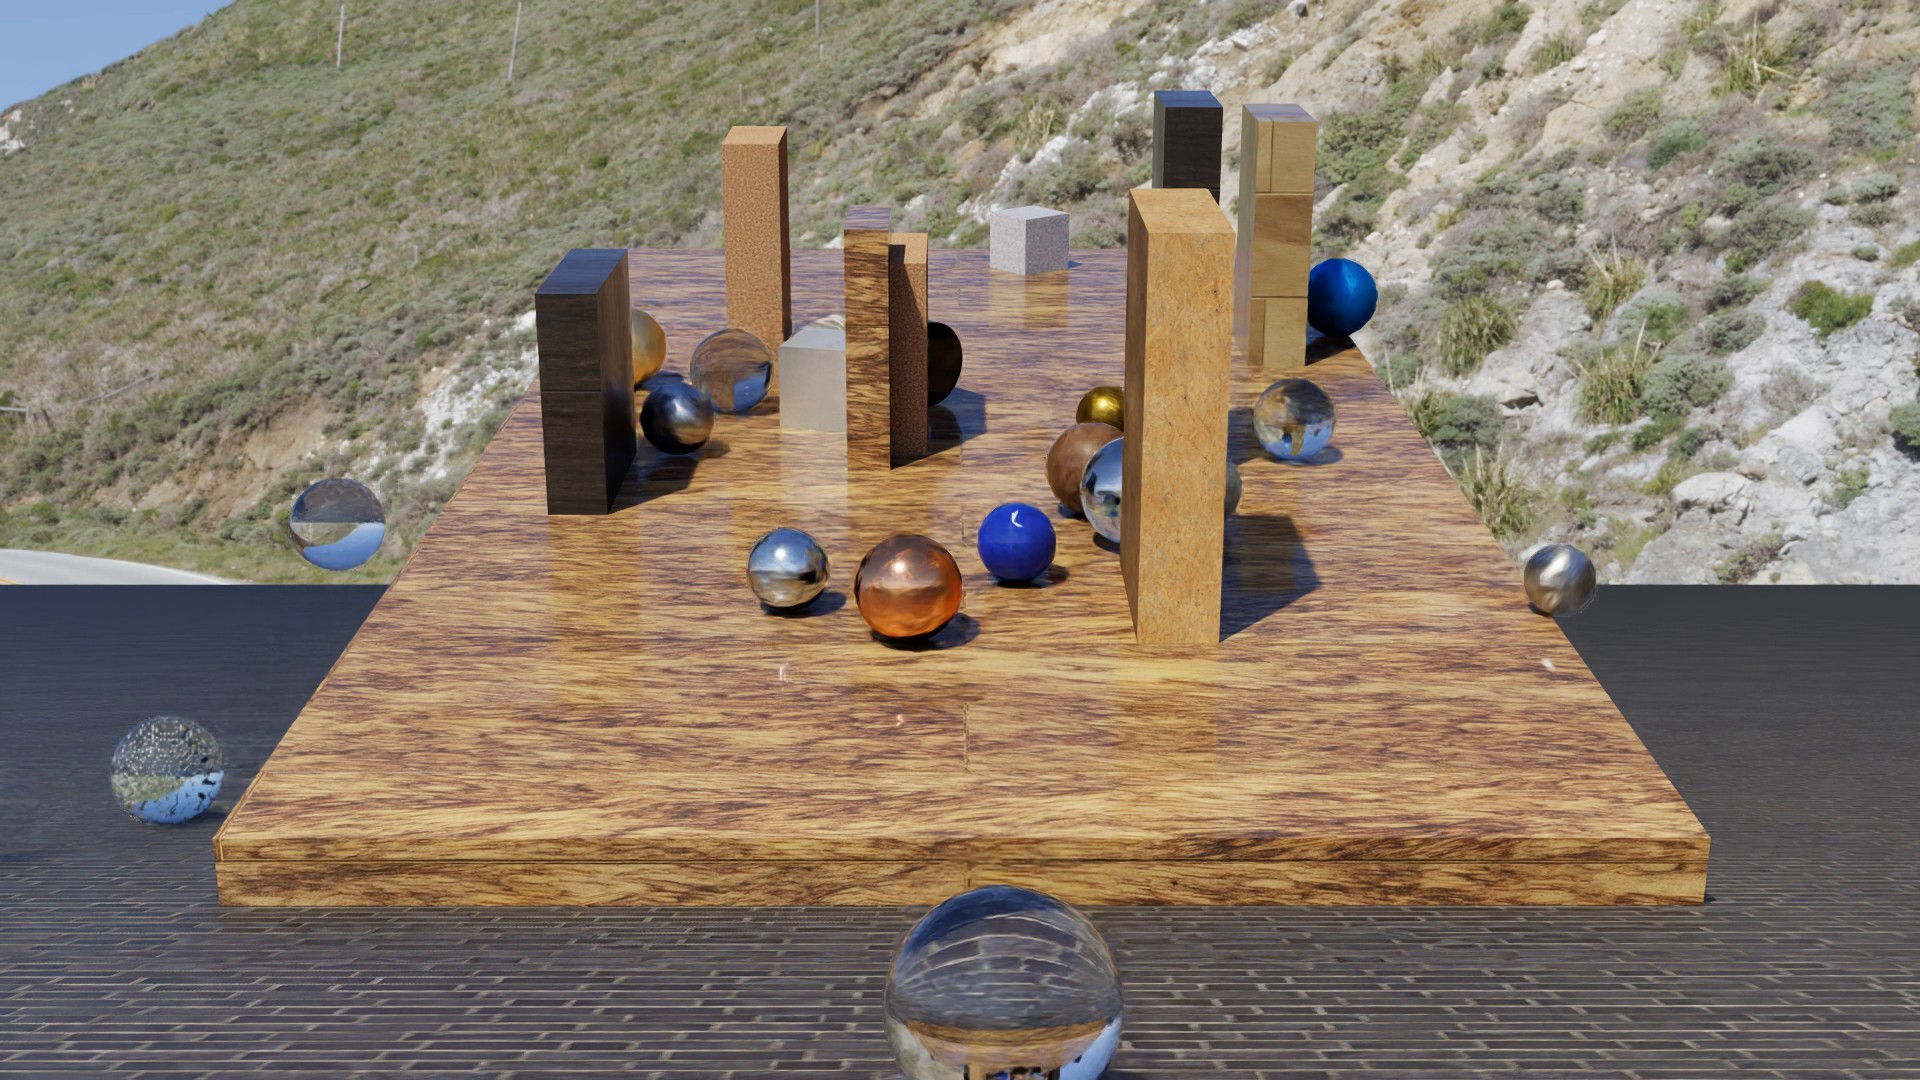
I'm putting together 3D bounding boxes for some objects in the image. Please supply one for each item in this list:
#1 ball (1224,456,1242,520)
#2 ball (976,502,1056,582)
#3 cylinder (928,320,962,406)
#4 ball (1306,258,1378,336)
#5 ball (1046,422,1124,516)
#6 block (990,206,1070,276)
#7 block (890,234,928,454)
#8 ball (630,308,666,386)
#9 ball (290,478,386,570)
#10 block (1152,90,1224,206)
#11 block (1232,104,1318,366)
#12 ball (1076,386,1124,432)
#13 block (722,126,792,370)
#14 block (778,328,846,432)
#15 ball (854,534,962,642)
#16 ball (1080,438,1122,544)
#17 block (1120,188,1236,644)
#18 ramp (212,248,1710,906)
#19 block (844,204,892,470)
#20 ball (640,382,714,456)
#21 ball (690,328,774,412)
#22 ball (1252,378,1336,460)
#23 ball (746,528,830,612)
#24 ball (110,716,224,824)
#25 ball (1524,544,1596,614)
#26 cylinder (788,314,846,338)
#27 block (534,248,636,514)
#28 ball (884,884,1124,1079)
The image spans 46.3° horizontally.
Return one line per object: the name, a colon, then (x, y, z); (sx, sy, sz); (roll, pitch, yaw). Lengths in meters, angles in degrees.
ball: (0.457, -0.099, 4.239); (0.149, 0.149, 0.149); (0, -1, 0)
ball: (0.100, 0.005, 3.945); (0.140, 0.140, 0.140); (0, -1, 0)
cylinder: (-0.130, -0.417, 5.111); (0.193, 0.193, 0.193); (1, 13, -43)
ball: (0.959, -0.616, 5.700); (0.197, 0.197, 0.197); (0, -1, 0)
ball: (0.255, -0.136, 4.301); (0.181, 0.181, 0.181); (0, -1, 0)
block: (0.201, -0.867, 6.497); (0.162, 0.162, 0.162); (-14, 23, -35)
block: (-0.114, -0.423, 4.795); (0.089, 0.407, 0.324); (0, 19, 0)
ball: (-0.774, -0.449, 5.221); (0.182, 0.182, 0.182); (0, -1, 0)
ball: (-1.208, -0.031, 4.359); (0.181, 0.181, 0.181); (0, -1, 0)
block: (0.449, -0.516, 4.544); (0.111, 0.746, 0.246); (0, 19, 0)
block: (0.763, -0.746, 5.473); (0.136, 0.587, 0.308); (0, 19, 0)
ball: (0.311, -0.261, 4.749); (0.131, 0.131, 0.131); (0, -1, 0)
block: (-0.489, -0.710, 5.440); (0.132, 0.538, 0.289); (0, 19, 0)
block: (-0.281, -0.352, 4.935); (0.182, 0.182, 0.182); (5, 19, 14)
ball: (-0.084, 0.078, 3.669); (0.177, 0.177, 0.177); (0, -1, 0)
ball: (0.323, -0.089, 4.122); (0.206, 0.206, 0.206); (0, -1, 0)
block: (0.357, -0.216, 3.760); (0.134, 0.678, 0.400); (0, 19, 0)
ramp: (-0.004, -0.194, 4.909); (2.000, 0.100, 4.000); (0, 19, 0)
block: (-0.187, -0.422, 4.649); (0.087, 0.498, 0.274); (0, 19, 0)
ball: (-0.588, -0.253, 4.674); (0.153, 0.153, 0.153); (0, -1, 0)
ball: (-0.508, -0.378, 5.004); (0.187, 0.187, 0.187); (0, -1, 0)
ball: (0.692, -0.250, 4.655); (0.171, 0.171, 0.171); (0, -1, 0)
ball: (-0.291, 0.051, 3.807); (0.140, 0.140, 0.140); (0, -1, 0)
ball: (-1.422, 0.413, 4.032); (0.193, 0.193, 0.193); (0, -1, 0)
ball: (1.015, 0.066, 3.802); (0.121, 0.121, 0.121); (0, -1, 0)
cylinder: (-0.320, -0.457, 5.313); (0.130, 0.130, 0.130); (-1, 20, 35)
block: (-0.735, -0.321, 4.451); (0.115, 0.433, 0.427); (0, 19, 0)
ball: (0.035, 0.376, 1.816); (0.194, 0.194, 0.194); (0, -1, 0)
